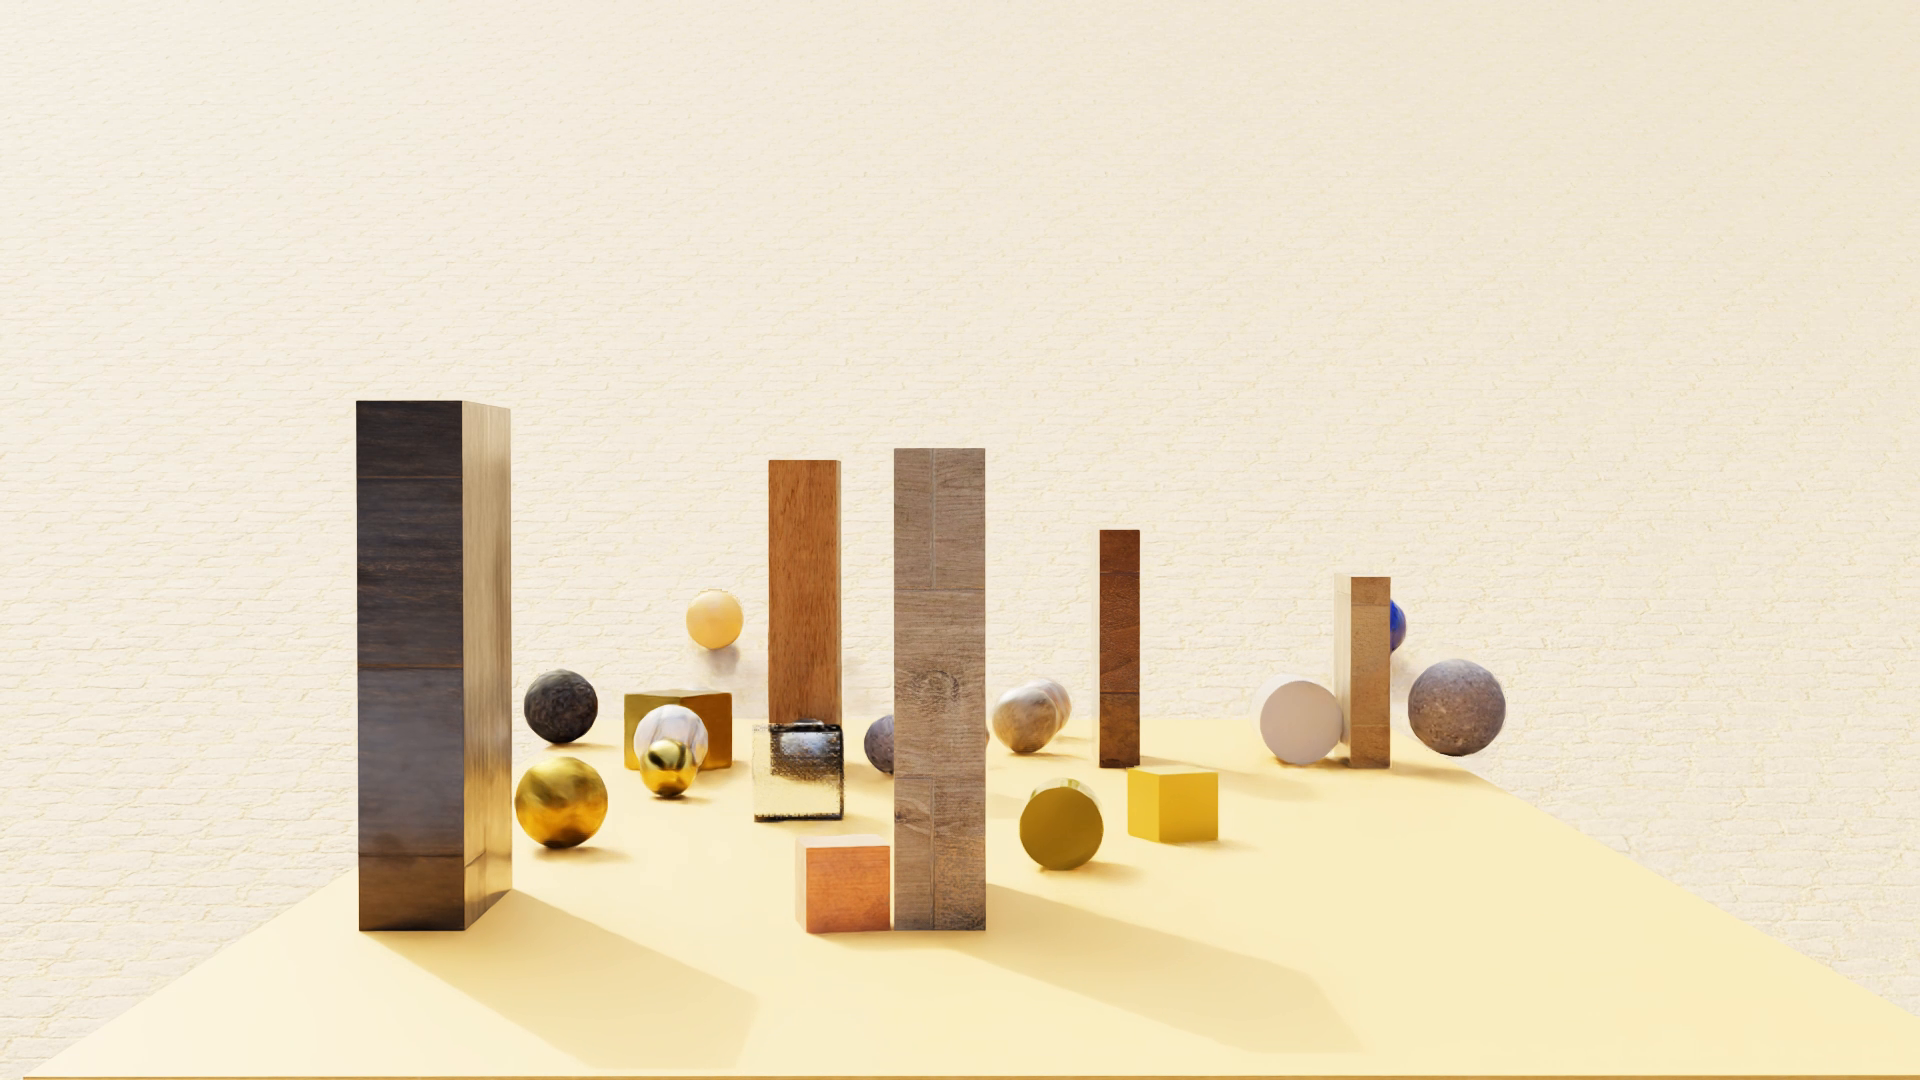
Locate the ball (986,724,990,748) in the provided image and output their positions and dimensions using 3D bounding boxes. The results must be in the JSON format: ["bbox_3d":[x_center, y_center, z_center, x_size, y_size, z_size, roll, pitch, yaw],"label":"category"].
[{"bbox_3d":[0.003,0.418,5.511,0.120,0.120,0.120,0,27,0],"label":"ball"}]

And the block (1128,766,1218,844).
[{"bbox_3d":[0.358,0.444,4.350,0.114,0.114,0.114,0,1,-23],"label":"block"}]

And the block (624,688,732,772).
[{"bbox_3d":[-0.592,0.401,5.429,0.159,0.159,0.159,1,1,36],"label":"block"}]

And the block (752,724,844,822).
[{"bbox_3d":[-0.292,0.417,4.638,0.158,0.158,0.158,0,1,-6],"label":"block"}]

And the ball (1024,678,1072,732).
[{"bbox_3d":[0.195,0.398,6.118,0.138,0.138,0.138,0,27,0],"label":"ball"}]

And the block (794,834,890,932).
[{"bbox_3d":[-0.159,0.462,3.479,0.113,0.113,0.113,0,1,-11],"label":"block"}]

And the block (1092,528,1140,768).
[{"bbox_3d":[0.335,0.226,5.580,0.086,0.503,0.317,0,1,0],"label":"block"}]

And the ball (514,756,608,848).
[{"bbox_3d":[-0.651,0.428,4.217,0.152,0.152,0.152,0,27,0],"label":"ball"}]

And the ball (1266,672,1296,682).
[{"bbox_3d":[0.842,0.400,6.687,0.116,0.116,0.116,0,27,0],"label":"ball"}]

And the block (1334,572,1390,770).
[{"bbox_3d":[0.859,0.276,5.521,0.084,0.404,0.243,0,1,0],"label":"block"}]

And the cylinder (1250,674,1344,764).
[{"bbox_3d":[0.727,0.387,5.591,0.179,0.179,0.179,0,1,0],"label":"cylinder"}]

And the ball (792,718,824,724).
[{"bbox_3d":[-0.312,0.424,5.273,0.119,0.119,0.119,0,27,0],"label":"ball"}]

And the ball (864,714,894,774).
[{"bbox_3d":[-0.137,0.421,5.321,0.122,0.122,0.122,0,27,0],"label":"ball"}]

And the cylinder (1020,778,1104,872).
[{"bbox_3d":[0.160,0.443,4.026,0.130,0.130,0.130,2,1,4],"label":"cylinder"}]

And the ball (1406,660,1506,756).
[{"bbox_3d":[1.035,0.350,5.383,0.203,0.203,0.203,0,27,0],"label":"ball"}]

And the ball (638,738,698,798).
[{"bbox_3d":[-0.557,0.435,4.929,0.111,0.111,0.111,0,27,0],"label":"ball"}]

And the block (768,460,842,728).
[{"bbox_3d":[-0.326,0.156,5.463,0.141,0.648,0.240,0,1,0],"label":"block"}]

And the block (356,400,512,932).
[{"bbox_3d":[-0.729,0.164,3.608,0.141,0.705,0.371,0,1,0],"label":"block"}]

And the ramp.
[{"bbox_3d":[0.061,0.547,4.583,2.000,0.100,4.000,0,1,0],"label":"ramp"}]

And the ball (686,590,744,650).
[{"bbox_3d":[-0.673,0.220,7.076,0.160,0.160,0.160,0,27,0],"label":"ball"}]

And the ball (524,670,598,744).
[{"bbox_3d":[-0.922,0.384,5.964,0.172,0.172,0.172,0,27,0],"label":"ball"}]

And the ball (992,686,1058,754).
[{"bbox_3d":[0.144,0.399,5.736,0.150,0.150,0.150,0,27,0],"label":"ball"}]

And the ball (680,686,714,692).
[{"bbox_3d":[-0.578,0.396,5.617,0.161,0.161,0.161,0,27,0],"label":"ball"}]

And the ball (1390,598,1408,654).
[{"bbox_3d":[1.132,0.234,7.033,0.173,0.173,0.173,0,27,0],"label":"ball"}]

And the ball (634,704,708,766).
[{"bbox_3d":[-0.585,0.409,5.226,0.151,0.151,0.151,0,27,0],"label":"ball"}]

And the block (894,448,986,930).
[{"bbox_3d":[-0.027,0.194,3.643,0.122,0.641,0.435,0,1,0],"label":"block"}]
